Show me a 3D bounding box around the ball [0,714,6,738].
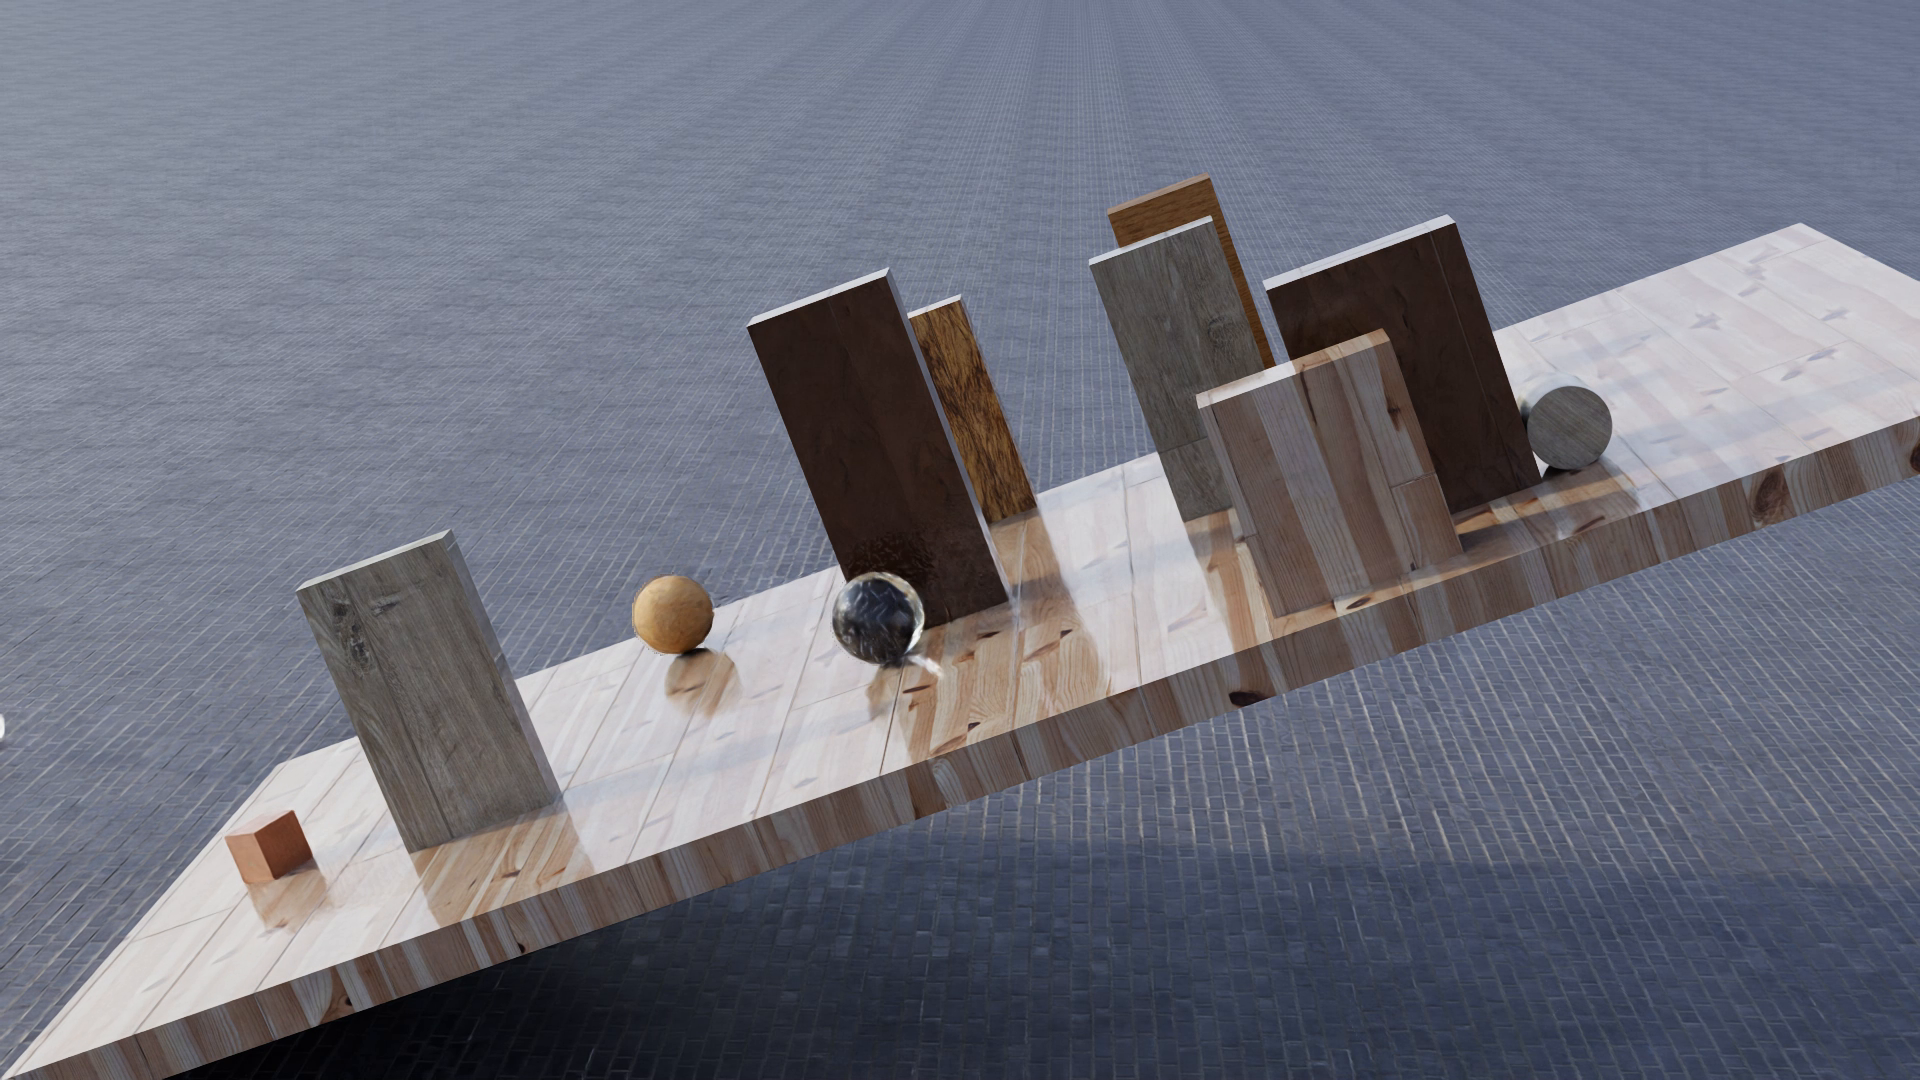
[{"bbox_3d":[-2.639,0.503,7.941,0.117,0.117,0.117,0,13,0],"label":"ball"}]

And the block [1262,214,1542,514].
[{"bbox_3d":[0.847,-0.304,5.638,0.373,0.530,0.127,-20,11,6],"label":"block"}]

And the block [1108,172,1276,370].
[{"bbox_3d":[0.561,-0.492,6.730,0.243,0.642,0.126,-20,11,6],"label":"block"}]

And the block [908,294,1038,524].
[{"bbox_3d":[-0.096,-0.270,7.128,0.408,0.537,0.101,-20,11,6],"label":"block"}]

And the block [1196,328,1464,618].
[{"bbox_3d":[0.675,-0.122,5.388,0.363,0.416,0.141,-20,11,6],"label":"block"}]

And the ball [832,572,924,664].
[{"bbox_3d":[-0.171,0.162,6.132,0.193,0.193,0.193,0,13,0],"label":"ball"}]

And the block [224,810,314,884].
[{"bbox_3d":[-1.492,0.662,6.348,0.113,0.113,0.113,-11,15,42],"label":"block"}]

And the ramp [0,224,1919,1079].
[{"bbox_3d":[0.116,0.176,6.297,4.000,0.100,2.000,-20,11,6],"label":"ramp"}]

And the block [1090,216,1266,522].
[{"bbox_3d":[0.512,-0.368,6.356,0.278,0.598,0.098,-20,11,6],"label":"block"}]

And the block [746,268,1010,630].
[{"bbox_3d":[-0.169,-0.174,6.290,0.312,0.743,0.135,-20,11,6],"label":"block"}]

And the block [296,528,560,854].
[{"bbox_3d":[-1.088,0.313,6.036,0.325,0.595,0.086,-20,11,6],"label":"block"}]

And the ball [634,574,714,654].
[{"bbox_3d":[-0.678,0.177,6.968,0.189,0.189,0.189,0,13,0],"label":"ball"}]

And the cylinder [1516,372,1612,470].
[{"bbox_3d":[1.163,-0.231,5.676,0.162,0.162,0.162,0,13,2],"label":"cylinder"}]
